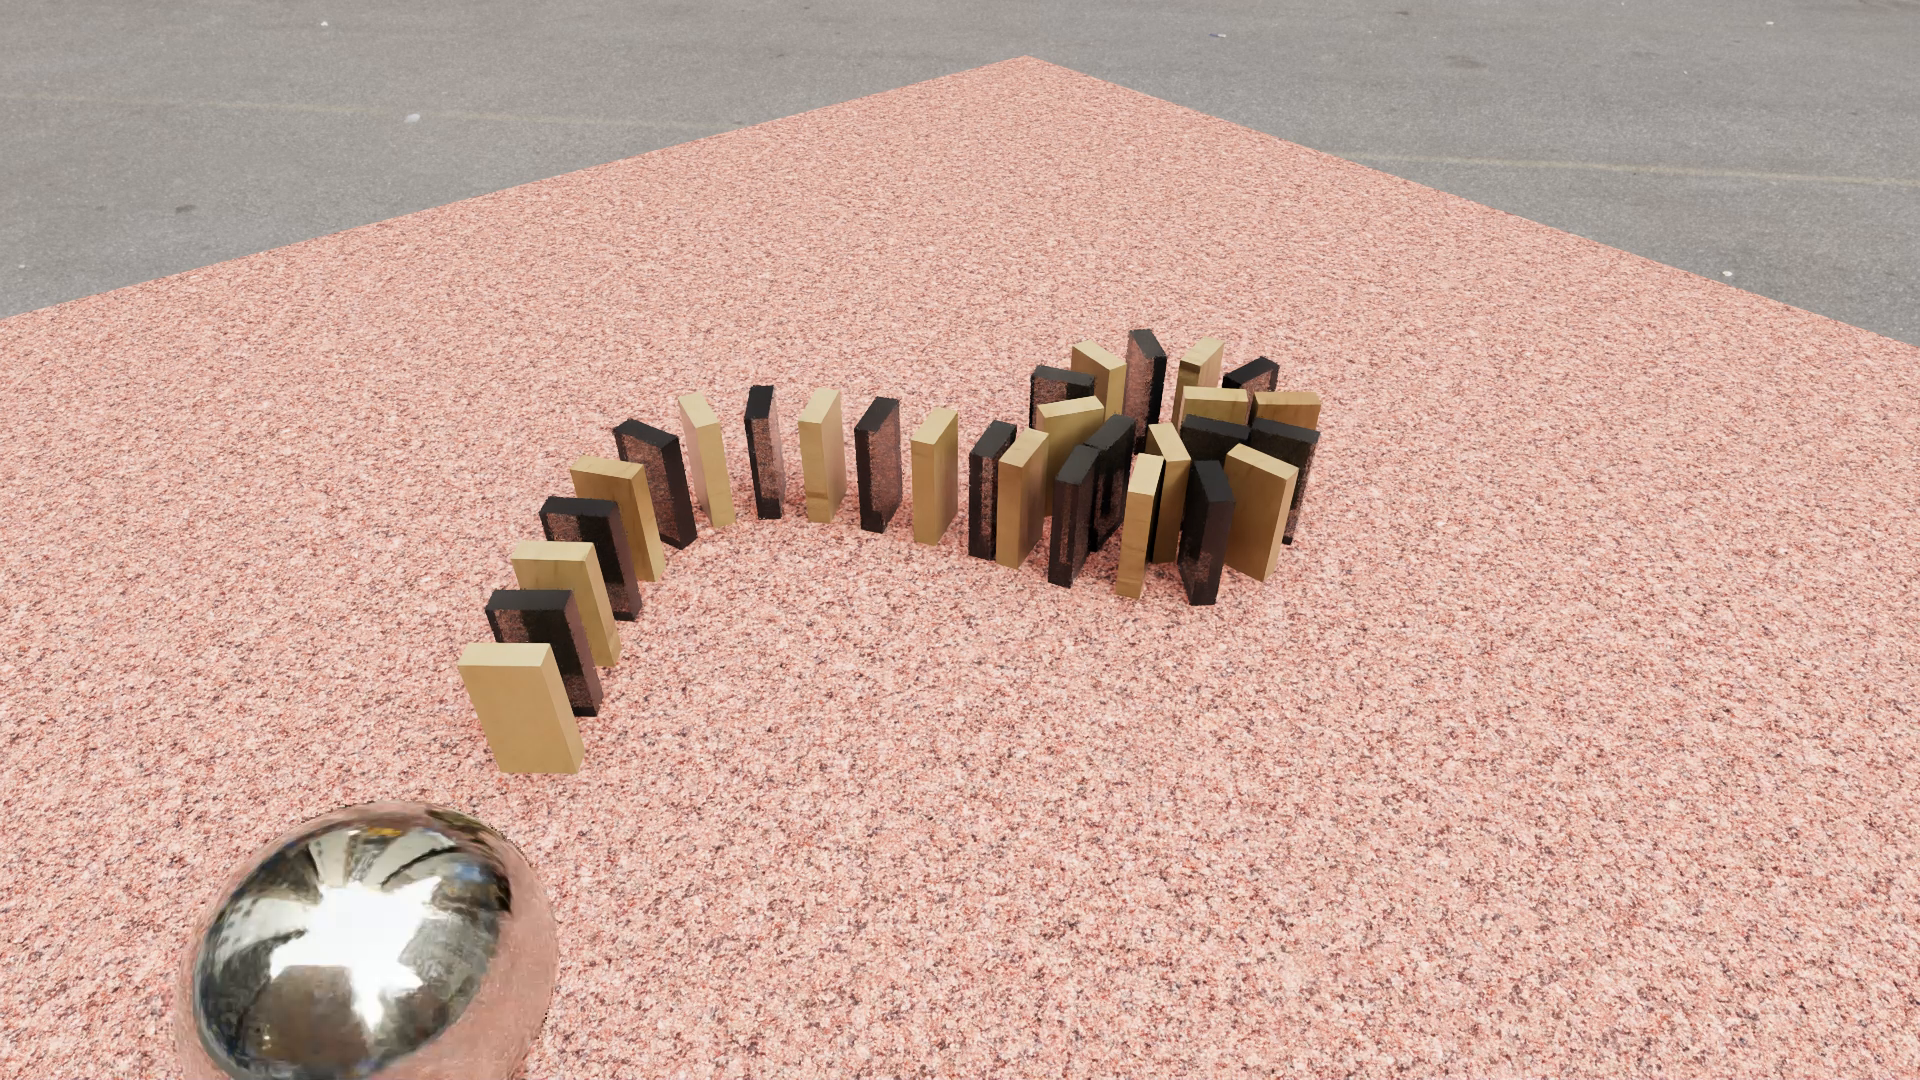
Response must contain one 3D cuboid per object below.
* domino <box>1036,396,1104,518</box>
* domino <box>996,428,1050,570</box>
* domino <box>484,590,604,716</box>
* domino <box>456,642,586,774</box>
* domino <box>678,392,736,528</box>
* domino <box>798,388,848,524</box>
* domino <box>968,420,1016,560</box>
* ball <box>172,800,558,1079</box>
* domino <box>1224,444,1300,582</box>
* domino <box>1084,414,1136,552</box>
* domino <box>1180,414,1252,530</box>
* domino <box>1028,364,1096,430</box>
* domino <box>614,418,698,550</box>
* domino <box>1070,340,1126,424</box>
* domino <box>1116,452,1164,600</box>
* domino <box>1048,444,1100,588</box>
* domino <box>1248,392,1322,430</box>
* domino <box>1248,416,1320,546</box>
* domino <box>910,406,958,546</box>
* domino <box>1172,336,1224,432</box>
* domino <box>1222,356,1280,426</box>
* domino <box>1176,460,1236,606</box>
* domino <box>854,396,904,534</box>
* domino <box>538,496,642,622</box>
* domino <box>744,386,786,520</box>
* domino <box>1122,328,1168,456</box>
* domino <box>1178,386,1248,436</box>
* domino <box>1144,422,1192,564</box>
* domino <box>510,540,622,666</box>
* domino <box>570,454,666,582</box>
[{"bbox_3d":[0.044,-0.034,0.453,0.025,0.050,0.010,-11,41,-13],"label":"domino"},{"bbox_3d":[0.024,-0.016,0.431,0.010,0.050,0.025,18,43,21],"label":"domino"},{"bbox_3d":[-0.137,0.038,0.365,0.025,0.050,0.009,0,39,0],"label":"domino"},{"bbox_3d":[-0.137,0.054,0.346,0.025,0.050,0.009,1,39,1],"label":"domino"},{"bbox_3d":[-0.104,-0.032,0.451,0.009,0.050,0.025,-18,43,-21],"label":"domino"},{"bbox_3d":[-0.056,-0.034,0.453,0.010,0.050,0.025,8,40,9],"label":"domino"},{"bbox_3d":[0.013,-0.019,0.435,0.009,0.050,0.025,15,42,18],"label":"domino"},{"bbox_3d":[-0.139,0.103,0.262,0.080,0.080,0.080,0,39,0],"label":"ball"},{"bbox_3d":[0.112,-0.010,0.424,0.025,0.050,0.009,29,47,30],"label":"domino"},{"bbox_3d":[0.058,-0.022,0.439,0.009,0.050,0.025,23,44,25],"label":"domino"},{"bbox_3d":[0.099,-0.025,0.441,0.025,0.050,0.010,14,41,17],"label":"domino"},{"bbox_3d":[0.043,-0.049,0.471,0.025,0.050,0.010,14,41,16],"label":"domino"},{"bbox_3d":[-0.121,-0.022,0.438,0.025,0.050,0.010,21,44,24],"label":"domino"},{"bbox_3d":[0.059,-0.060,0.484,0.010,0.050,0.025,-23,45,-26],"label":"domino"},{"bbox_3d":[0.068,-0.005,0.417,0.010,0.050,0.025,11,41,13],"label":"domino"},{"bbox_3d":[0.044,-0.009,0.422,0.009,0.050,0.025,16,42,18],"label":"domino"},{"bbox_3d":[0.132,-0.038,0.457,0.025,0.050,0.010,0,39,0],"label":"domino"},{"bbox_3d":[0.125,-0.023,0.439,0.025,0.050,0.010,16,42,19],"label":"domino"},{"bbox_3d":[-0.010,-0.025,0.442,0.009,0.050,0.025,14,41,16],"label":"domino"},{"bbox_3d":[0.104,-0.062,0.487,0.009,0.050,0.025,23,45,26],"label":"domino"},{"bbox_3d":[0.122,-0.051,0.474,0.025,0.050,0.009,-27,46,-29],"label":"domino"},{"bbox_3d":[0.092,-0.002,0.414,0.010,0.050,0.025,-2,39,-3],"label":"domino"},{"bbox_3d":[-0.033,-0.030,0.448,0.009,0.050,0.025,11,41,13],"label":"domino"},{"bbox_3d":[-0.134,0.008,0.402,0.025,0.050,0.009,4,40,5],"label":"domino"},{"bbox_3d":[-0.080,-0.036,0.455,0.009,0.050,0.025,-1,39,-2],"label":"domino"},{"bbox_3d":[0.081,-0.066,0.492,0.009,0.050,0.025,-7,40,-8],"label":"domino"},{"bbox_3d":[0.103,-0.040,0.460,0.025,0.050,0.009,4,39,4],"label":"domino"},{"bbox_3d":[0.080,-0.018,0.433,0.010,0.050,0.025,-5,40,-6],"label":"domino"},{"bbox_3d":[-0.136,0.023,0.384,0.025,0.050,0.010,2,39,2],"label":"domino"},{"bbox_3d":[-0.130,-0.008,0.421,0.025,0.050,0.009,9,40,11],"label":"domino"}]
